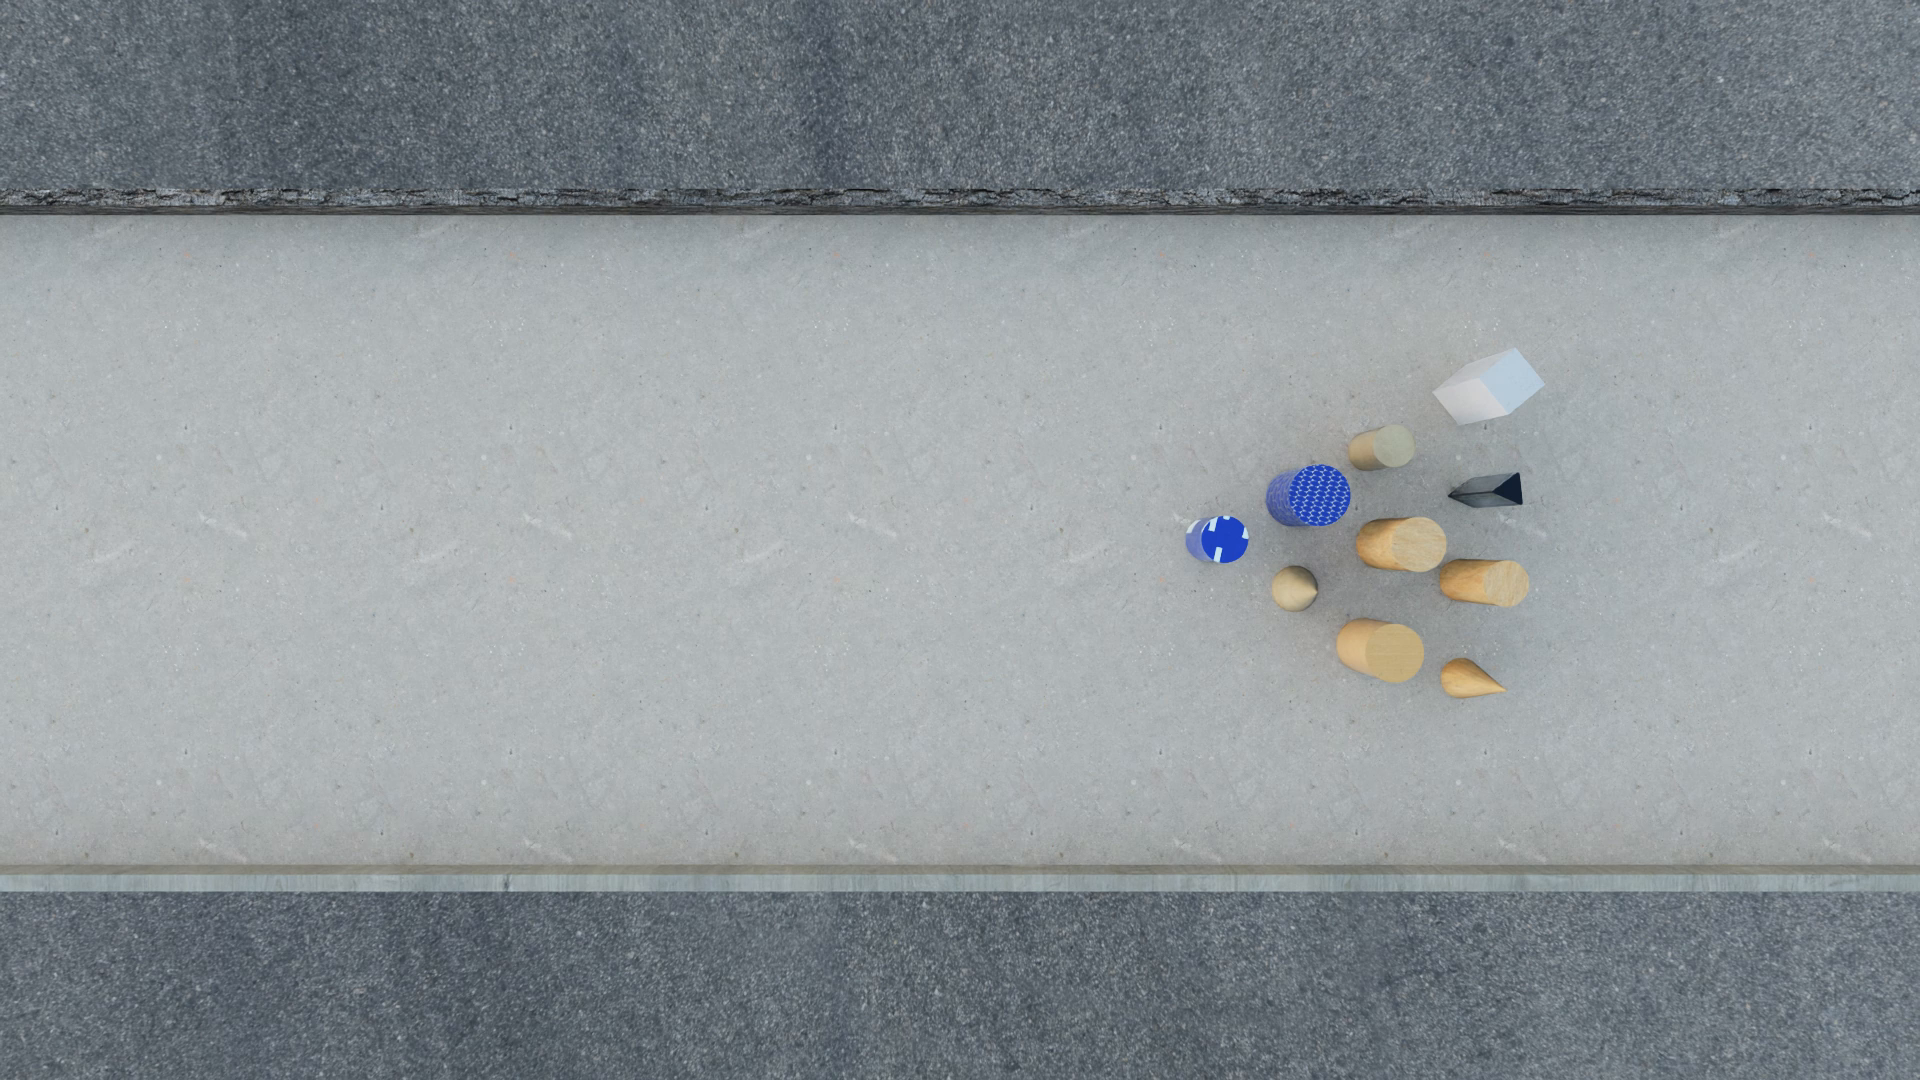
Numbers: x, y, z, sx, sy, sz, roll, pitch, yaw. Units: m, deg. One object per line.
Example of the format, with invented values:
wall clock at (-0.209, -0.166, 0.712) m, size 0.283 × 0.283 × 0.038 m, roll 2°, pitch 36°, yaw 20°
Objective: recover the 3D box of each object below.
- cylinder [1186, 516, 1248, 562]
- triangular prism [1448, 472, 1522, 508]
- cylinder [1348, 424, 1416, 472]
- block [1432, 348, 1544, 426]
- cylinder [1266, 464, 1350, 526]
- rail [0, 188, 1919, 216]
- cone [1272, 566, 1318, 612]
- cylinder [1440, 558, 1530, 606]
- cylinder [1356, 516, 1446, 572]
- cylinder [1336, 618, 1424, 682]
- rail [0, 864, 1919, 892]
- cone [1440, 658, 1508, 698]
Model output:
cylinder at (0.760, -0.002, 4.906) m, size 0.135 × 0.342 × 0.135 m, roll 0°, pitch 90°, yaw 0°
triangular prism at (1.558, -0.154, 4.862) m, size 0.092 × 0.430 × 0.079 m, roll 23°, pitch 90°, yaw 0°
cylinder at (1.255, -0.273, 4.922) m, size 0.123 × 0.310 × 0.123 m, roll 0°, pitch 90°, yaw 0°
block at (1.547, -0.446, 4.849) m, size 0.134 × 0.455 × 0.134 m, roll -39°, pitch 90°, yaw 0°
cylinder at (1.028, -0.128, 4.894) m, size 0.176 × 0.365 × 0.176 m, roll 0°, pitch 90°, yaw 0°
rail at (-2.247, -1.025, 5.002) m, size 12.000 × 0.150 × 0.050 m, roll 0°, pitch 90°, yaw 0°
cone at (1.030, 0.151, 4.914) m, size 0.144 × 0.325 × 0.144 m, roll 0°, pitch 90°, yaw 0°
cylinder at (1.540, 0.123, 4.864) m, size 0.131 × 0.425 × 0.131 m, roll 0°, pitch 90°, yaw 0°
cylinder at (1.297, 0.012, 4.869) m, size 0.155 × 0.415 × 0.155 m, roll 0°, pitch 90°, yaw 0°
cylinder at (1.242, 0.324, 4.895) m, size 0.169 × 0.363 × 0.169 m, roll 0°, pitch 90°, yaw 0°
rail at (-2.247, 1.025, 5.001) m, size 12.000 × 0.150 × 0.050 m, roll 0°, pitch 90°, yaw 0°
cone at (1.543, 0.426, 4.860) m, size 0.126 × 0.433 × 0.126 m, roll 0°, pitch 90°, yaw 0°
